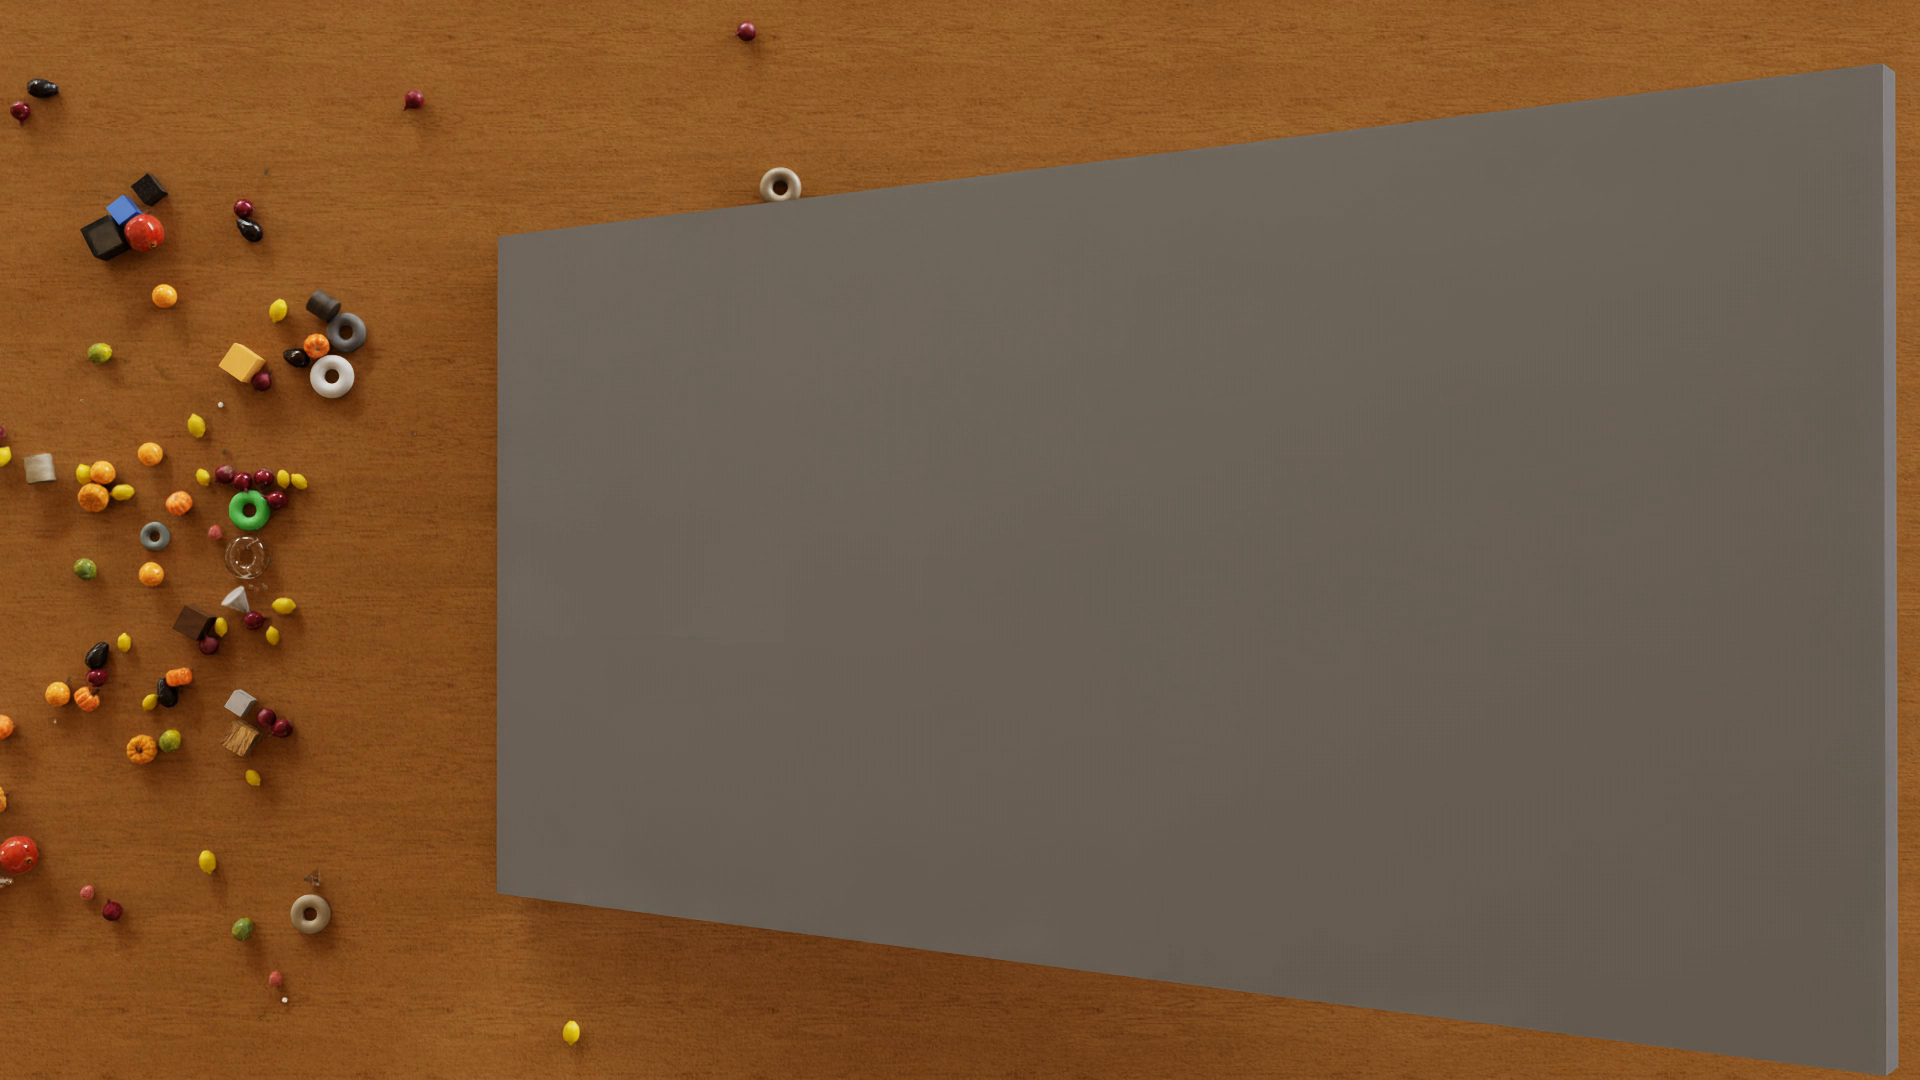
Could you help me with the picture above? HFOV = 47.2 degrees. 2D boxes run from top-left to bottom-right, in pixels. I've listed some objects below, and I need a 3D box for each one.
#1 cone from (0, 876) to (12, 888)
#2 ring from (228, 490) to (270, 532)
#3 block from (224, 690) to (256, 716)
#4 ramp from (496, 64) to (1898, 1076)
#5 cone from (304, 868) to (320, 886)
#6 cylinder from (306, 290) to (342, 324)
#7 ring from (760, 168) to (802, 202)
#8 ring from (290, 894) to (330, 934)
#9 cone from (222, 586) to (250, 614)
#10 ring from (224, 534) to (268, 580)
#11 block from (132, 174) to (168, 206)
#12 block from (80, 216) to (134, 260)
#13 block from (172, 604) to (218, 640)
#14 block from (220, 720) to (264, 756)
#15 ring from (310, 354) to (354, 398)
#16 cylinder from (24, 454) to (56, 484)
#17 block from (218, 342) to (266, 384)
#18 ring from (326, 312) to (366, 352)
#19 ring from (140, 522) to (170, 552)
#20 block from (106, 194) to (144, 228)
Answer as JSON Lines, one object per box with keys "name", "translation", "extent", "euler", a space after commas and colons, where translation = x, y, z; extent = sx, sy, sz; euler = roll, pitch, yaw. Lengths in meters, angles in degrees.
{"name": "cone", "translation": [-2.959, 1.051, 6.747], "extent": [0.100, 0.100, 0.100], "euler": [-5, 90, -27]}
{"name": "ring", "translation": [-2.183, -0.091, 6.757], "extent": [0.128, 0.043, 0.128], "euler": [0, 91, 0]}
{"name": "block", "translation": [-2.206, 0.500, 6.744], "extent": [0.059, 0.059, 0.059], "euler": [33, 90, 0]}
{"name": "ramp", "translation": [0.238, 0.066, 5.559], "extent": [4.000, 0.100, 2.000], "euler": [0, 89, 36]}
{"name": "cone", "translation": [-1.982, 1.029, 6.758], "extent": [0.051, 0.051, 0.051], "euler": [15, 63, 0]}
{"name": "cylinder", "translation": [-1.952, -0.717, 6.745], "extent": [0.075, 0.075, 0.075], "euler": [35, 90, 3]}
{"name": "ring", "translation": [-0.552, -1.082, 6.764], "extent": [0.130, 0.043, 0.130], "euler": [0, 89, 1]}
{"name": "ring", "translation": [-1.993, 1.148, 6.749], "extent": [0.122, 0.041, 0.122], "euler": [0, 90, -1]}
{"name": "cone", "translation": [-2.207, 0.201, 6.757], "extent": [0.084, 0.084, 0.084], "euler": [-36, 117, 0]}
{"name": "ring", "translation": [-2.192, 0.052, 6.754], "extent": [0.137, 0.046, 0.137], "euler": [0, 89, 1]}
{"name": "block", "translation": [-2.488, -1.075, 6.752], "extent": [0.066, 0.066, 0.066], "euler": [-38, 90, 0]}
{"name": "block", "translation": [-2.613, -0.925, 6.736], "extent": [0.096, 0.096, 0.096], "euler": [-27, 90, 0]}
{"name": "block", "translation": [-2.344, 0.253, 6.734], "extent": [0.081, 0.081, 0.081], "euler": [28, 90, 0]}
{"name": "block", "translation": [-2.198, 0.606, 6.732], "extent": [0.080, 0.080, 0.080], "euler": [31, 90, 0]}
{"name": "ring", "translation": [-1.930, -0.502, 6.759], "extent": [0.134, 0.045, 0.134], "euler": [0, 89, -1]}
{"name": "cylinder", "translation": [-2.821, -0.217, 6.738], "extent": [0.081, 0.081, 0.081], "euler": [-11, 88, 0]}
{"name": "block", "translation": [-2.199, -0.541, 6.738], "extent": [0.085, 0.085, 0.085], "euler": [35, 90, 0]}
{"name": "ring", "translation": [-1.887, -0.638, 6.762], "extent": [0.123, 0.041, 0.123], "euler": [0, 90, 1]}
{"name": "ring", "translation": [-2.474, -0.010, 6.762], "extent": [0.092, 0.031, 0.092], "euler": [0, 88, 0]}
{"name": "block", "translation": [-2.564, -1.009, 6.752], "extent": [0.066, 0.066, 0.066], "euler": [-38, 90, 0]}
